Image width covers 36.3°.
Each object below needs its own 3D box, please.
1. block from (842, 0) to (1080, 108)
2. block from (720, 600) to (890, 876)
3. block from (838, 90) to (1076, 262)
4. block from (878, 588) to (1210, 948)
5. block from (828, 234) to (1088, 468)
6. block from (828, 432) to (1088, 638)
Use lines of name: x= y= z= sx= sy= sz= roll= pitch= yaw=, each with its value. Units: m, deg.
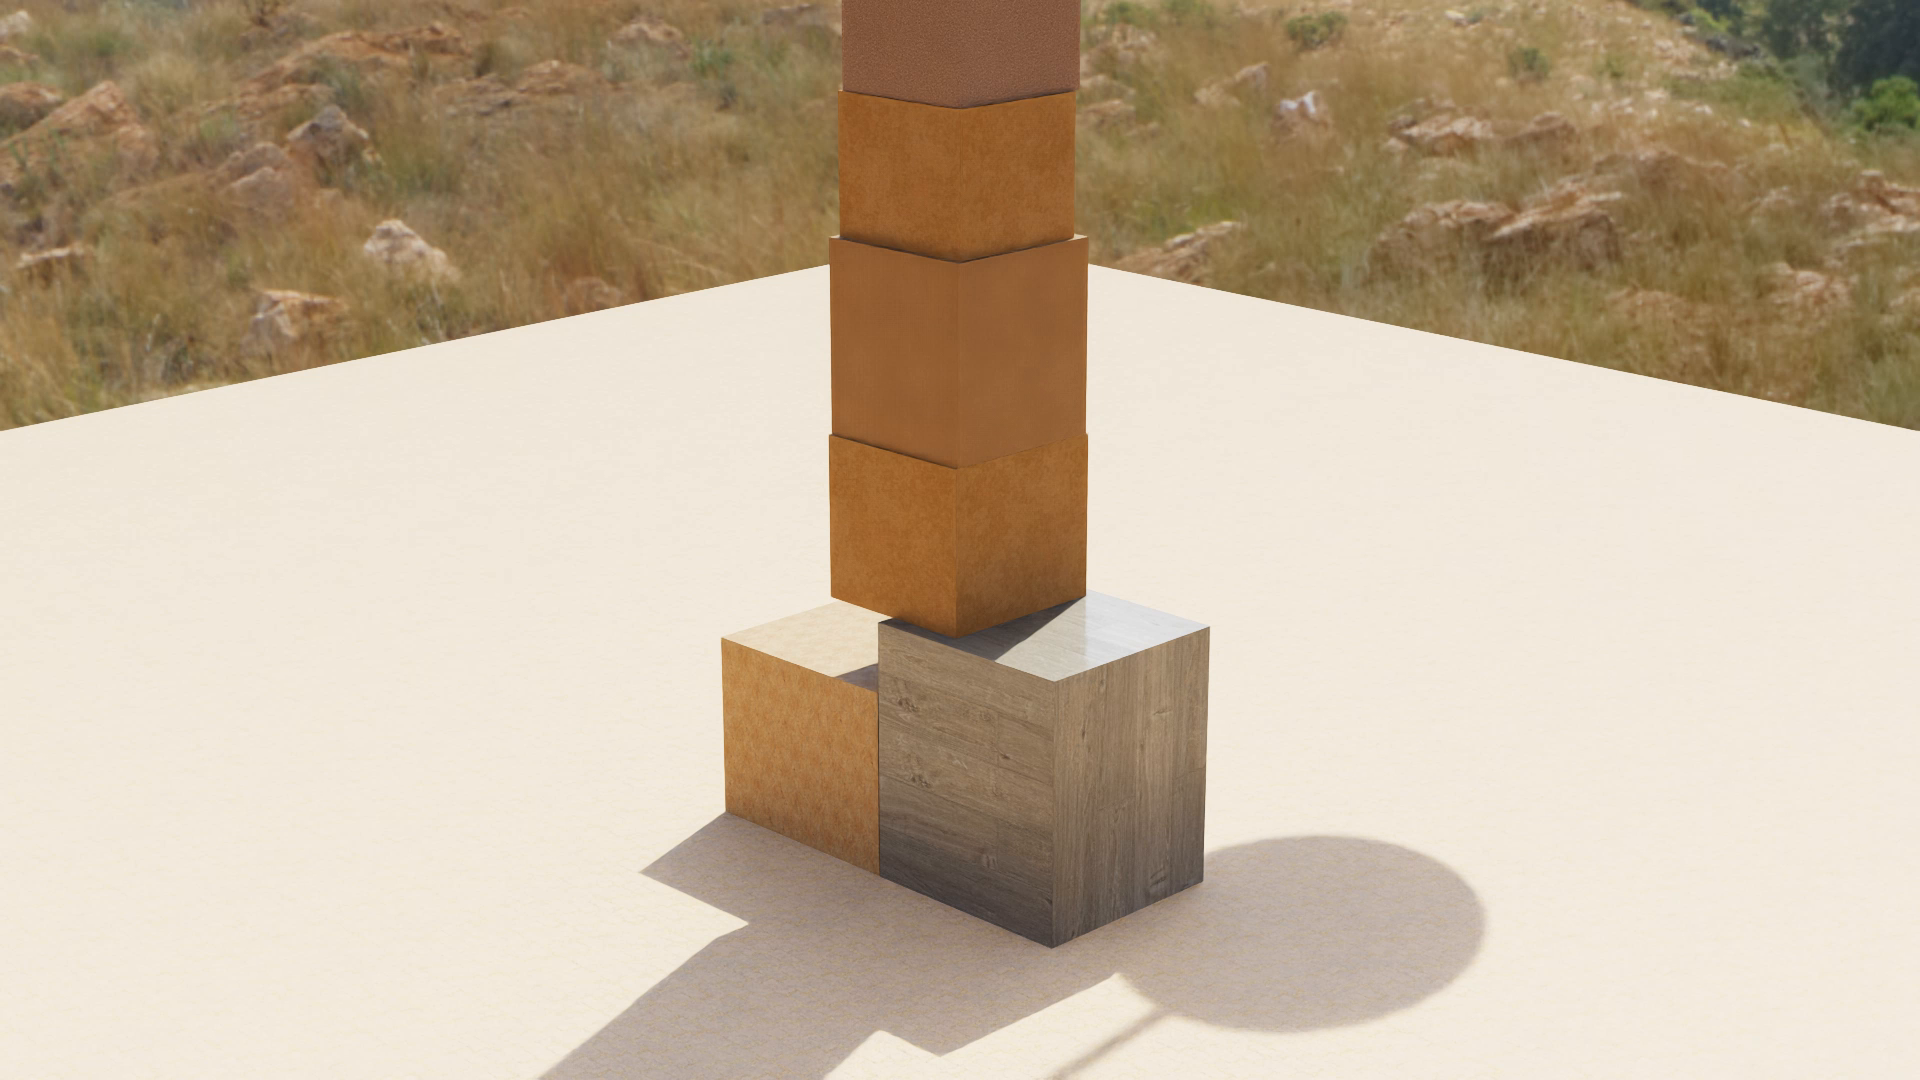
block: x=0.005 y=-2.347 z=12.610 sx=0.745 sy=0.825 sz=0.709 roll=-17 pitch=24 yaw=-42
block: x=-0.372 y=0.886 z=14.038 sx=1.075 sy=0.892 sz=1.080 roll=-17 pitch=24 yaw=-42
block: x=-0.014 y=-1.641 z=12.812 sx=0.708 sy=0.644 sz=0.750 roll=-17 pitch=24 yaw=-42
block: x=0.372 y=0.963 z=13.226 sx=1.009 sy=1.233 sz=1.080 roll=-17 pitch=24 yaw=-42
block: x=-0.005 y=-0.907 z=13.052 sx=0.812 sy=0.899 sz=0.805 roll=-17 pitch=24 yaw=-42
block: x=-0.006 y=-0.110 z=13.301 sx=0.845 sy=0.770 sz=0.810 roll=-17 pitch=24 yaw=-42
